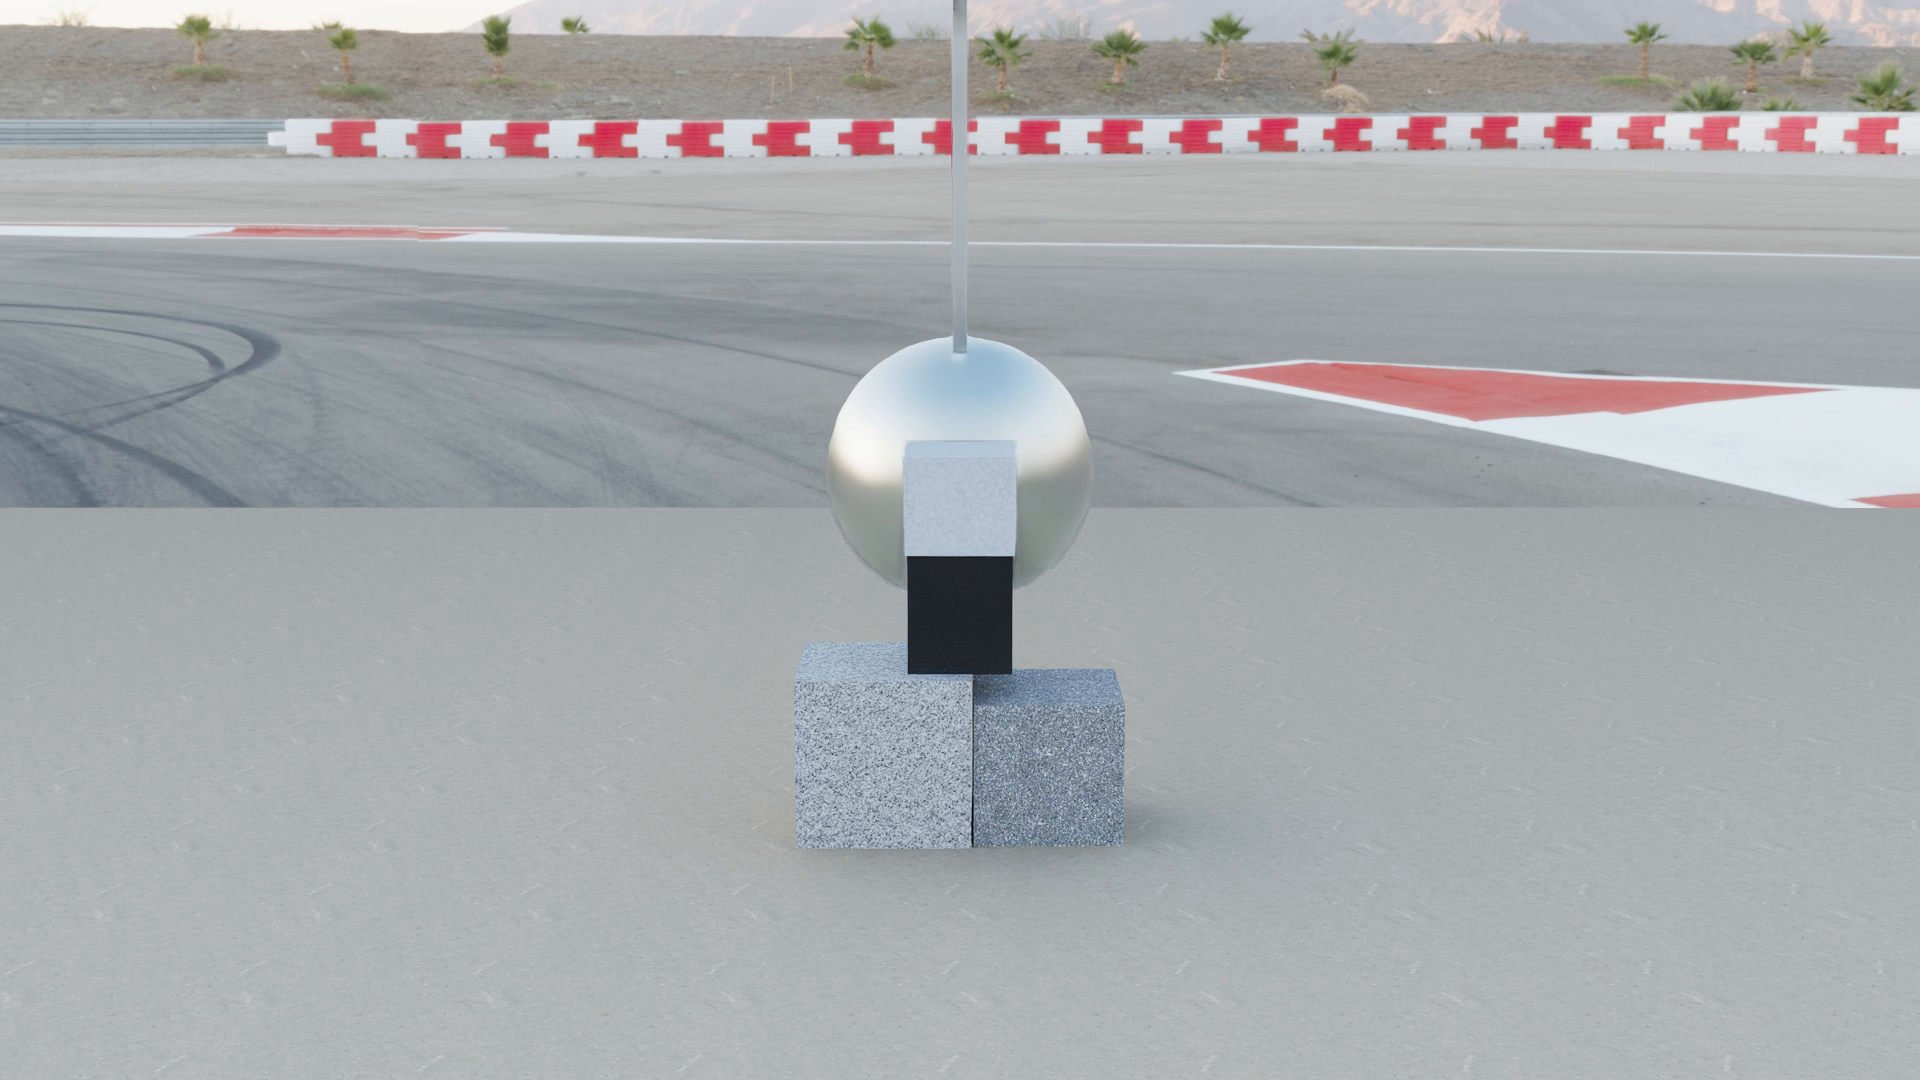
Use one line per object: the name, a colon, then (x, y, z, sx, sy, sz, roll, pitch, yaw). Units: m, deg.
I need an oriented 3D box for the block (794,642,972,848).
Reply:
block: (-0.382, 1.048, 11.390, 0.878, 0.863, 0.865, 0, 10, 0)

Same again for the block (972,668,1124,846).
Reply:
block: (0.444, 1.115, 11.390, 0.754, 0.731, 0.768, 0, 10, 0)

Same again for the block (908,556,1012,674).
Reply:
block: (0.000, 0.325, 11.256, 0.524, 0.608, 0.565, 0, 10, 0)

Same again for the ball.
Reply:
ball: (0.000, -0.420, 13.212, 1.600, 1.600, 1.600, 0, 10, 0)

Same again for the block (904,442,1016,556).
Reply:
block: (0.000, -0.212, 11.129, 0.553, 0.496, 0.546, 0, 10, 0)

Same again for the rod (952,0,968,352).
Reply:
rod: (0.000, -3.349, 11.485, 0.080, 5.200, 0.080, 0, 31, 0)
